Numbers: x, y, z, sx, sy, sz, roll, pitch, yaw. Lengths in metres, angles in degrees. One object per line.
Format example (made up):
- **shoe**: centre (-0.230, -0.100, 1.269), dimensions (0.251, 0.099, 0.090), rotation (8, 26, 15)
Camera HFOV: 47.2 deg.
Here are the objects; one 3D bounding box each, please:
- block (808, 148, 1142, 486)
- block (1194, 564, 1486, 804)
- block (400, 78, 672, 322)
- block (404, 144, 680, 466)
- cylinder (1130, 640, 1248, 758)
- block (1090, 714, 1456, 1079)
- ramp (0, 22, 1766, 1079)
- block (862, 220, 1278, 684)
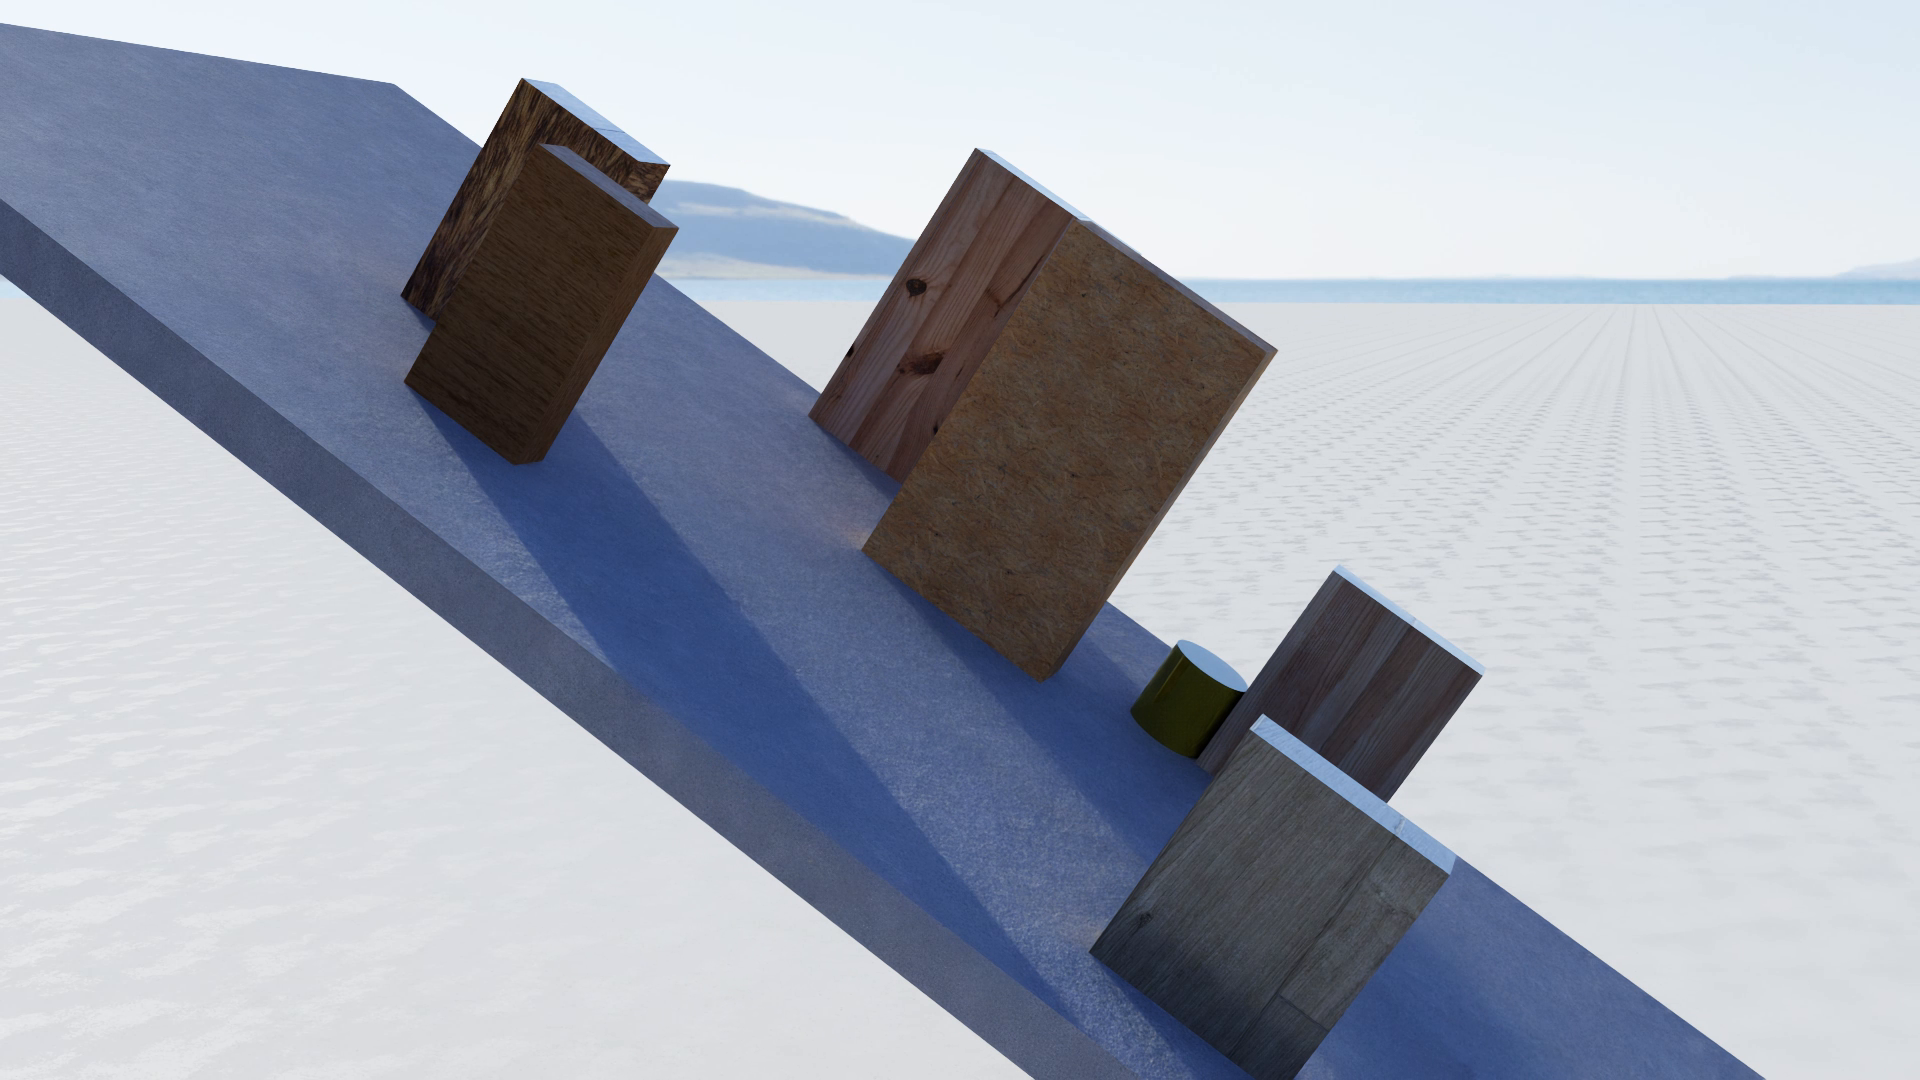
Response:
- **block**: centre (0.028, -0.449, 4.844), dimensions (0.410, 0.704, 0.129), rotation (36, 15, 10)
- **block**: centre (0.738, 0.343, 4.284), dimensions (0.343, 0.474, 0.092), rotation (36, 15, 10)
- **block**: centre (-0.777, -0.566, 4.023), dimensions (0.272, 0.466, 0.138), rotation (36, 15, 10)
- **block**: centre (-0.694, -0.387, 3.638), dimensions (0.243, 0.467, 0.100), rotation (36, 15, 10)
- **cylinder**: centre (0.456, 0.316, 4.376), dimensions (0.169, 0.169, 0.169), rotation (31, 15, -9)
- **block**: centre (0.455, 0.533, 3.222), dimensions (0.344, 0.421, 0.116), rotation (36, 15, 10)
- **ramp**: centre (-0.116, 0.198, 4.094), dimensions (4.000, 0.100, 2.000), rotation (36, 15, 10)
- **block**: centre (0.203, -0.168, 4.215), dimensions (0.438, 0.766, 0.134), rotation (36, 15, 10)
